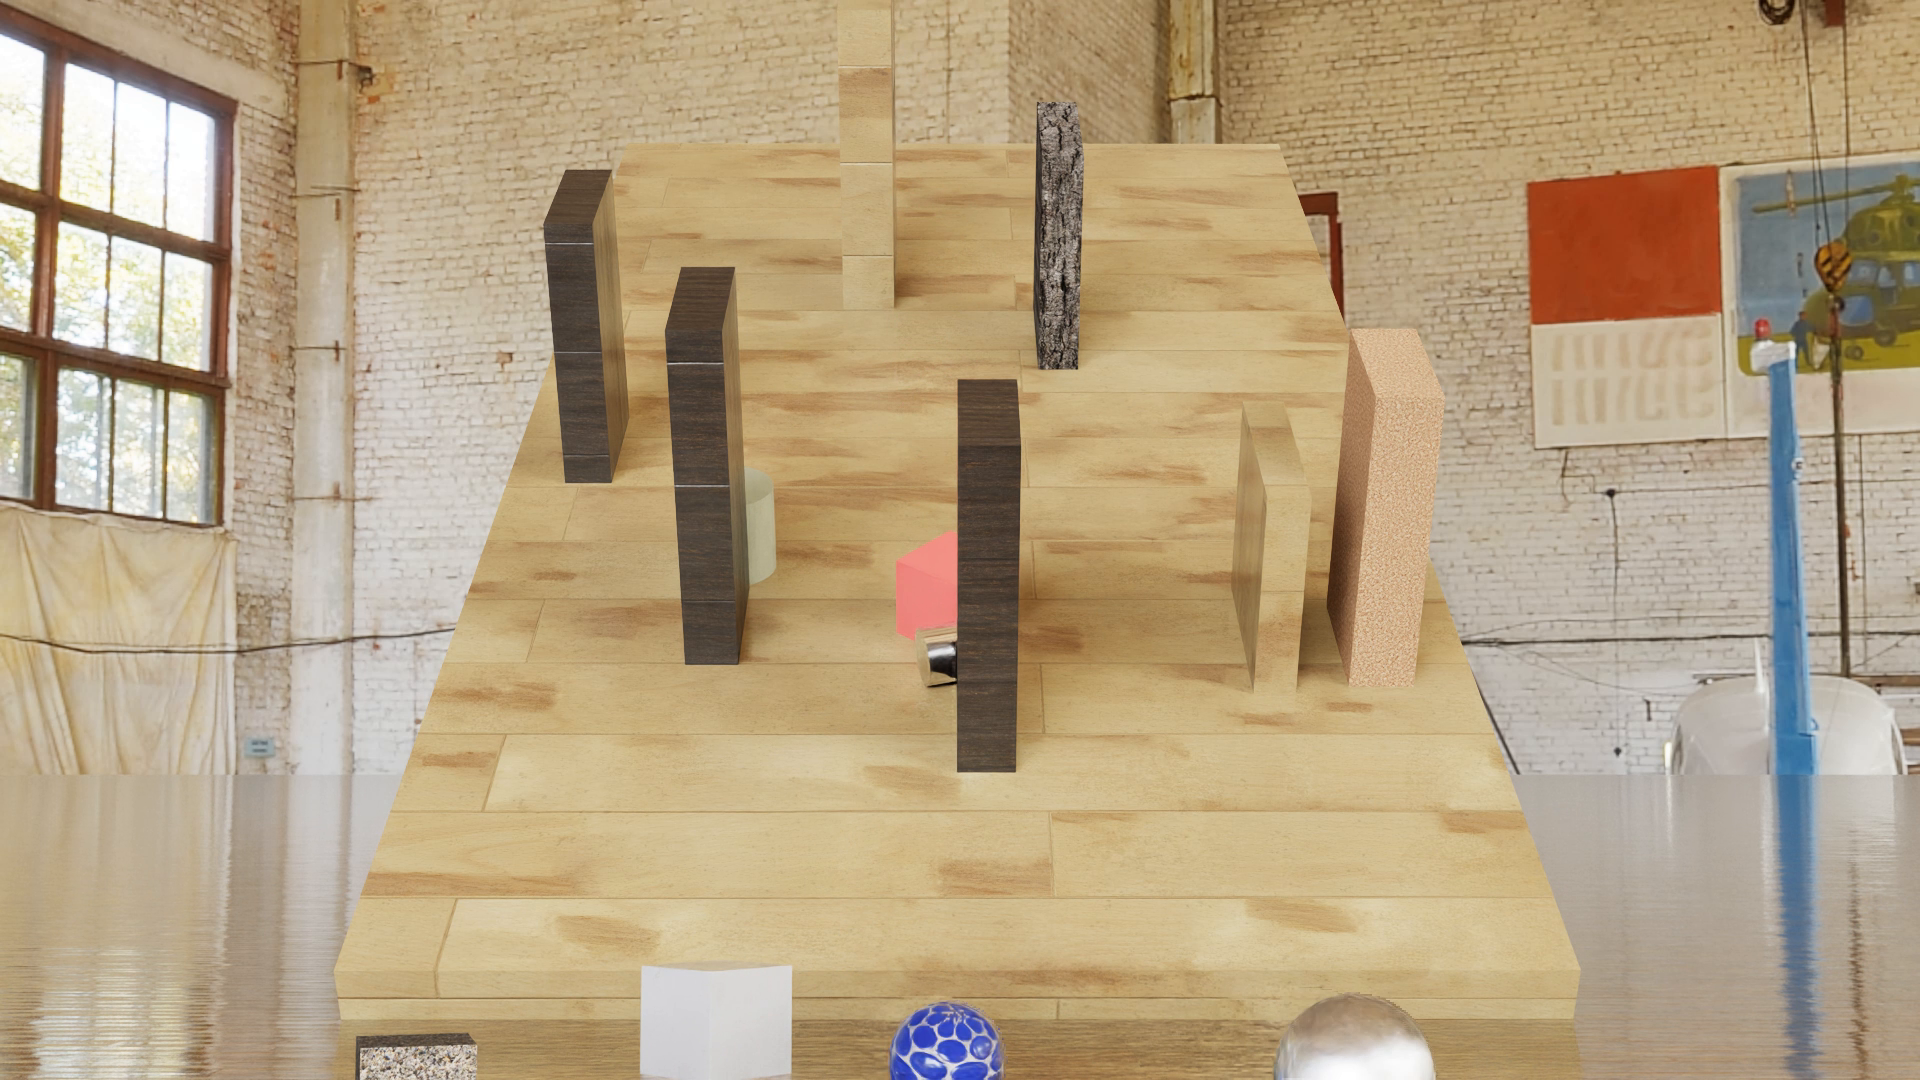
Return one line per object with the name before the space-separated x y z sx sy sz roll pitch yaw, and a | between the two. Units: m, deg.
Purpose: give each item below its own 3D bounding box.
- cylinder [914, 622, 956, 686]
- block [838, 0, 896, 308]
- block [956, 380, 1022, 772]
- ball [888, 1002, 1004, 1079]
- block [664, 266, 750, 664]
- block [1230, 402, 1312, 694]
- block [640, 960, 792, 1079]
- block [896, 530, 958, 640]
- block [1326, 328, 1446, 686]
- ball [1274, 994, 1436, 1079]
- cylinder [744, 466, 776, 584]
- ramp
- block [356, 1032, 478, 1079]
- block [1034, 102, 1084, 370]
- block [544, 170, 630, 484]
cylinder | -0.017 0.216 4.591 0.114 0.114 0.114 -9 -3 -13
block | -0.236 -1.040 6.198 0.131 0.787 0.394 0 29 0
block | 0.048 0.068 4.295 0.106 0.659 0.269 0 29 0
ball | -0.016 0.605 2.783 0.135 0.135 0.135 0 -5 0
block | -0.483 -0.140 4.624 0.103 0.707 0.305 0 29 0
block | 0.601 0.009 4.655 0.081 0.420 0.416 0 29 0
block | -0.326 0.642 3.205 0.143 0.143 0.143 -5 -7 43
block | -0.010 0.108 4.737 0.165 0.165 0.165 22 35 34
block | 0.809 -0.061 4.585 0.125 0.612 0.309 0 29 0
ball | 0.414 0.563 2.517 0.168 0.168 0.168 0 -5 0
cylinder | -0.477 -0.029 4.964 0.187 0.187 0.187 0 29 0
ramp | -0.012 -0.220 5.619 2.000 0.100 4.000 0 29 0
block | -0.578 0.591 2.538 0.118 0.118 0.118 2 -6 -16
block | 0.241 -0.755 5.925 0.098 0.550 0.399 0 29 0
block | -0.828 -0.477 5.339 0.104 0.613 0.339 0 29 0
